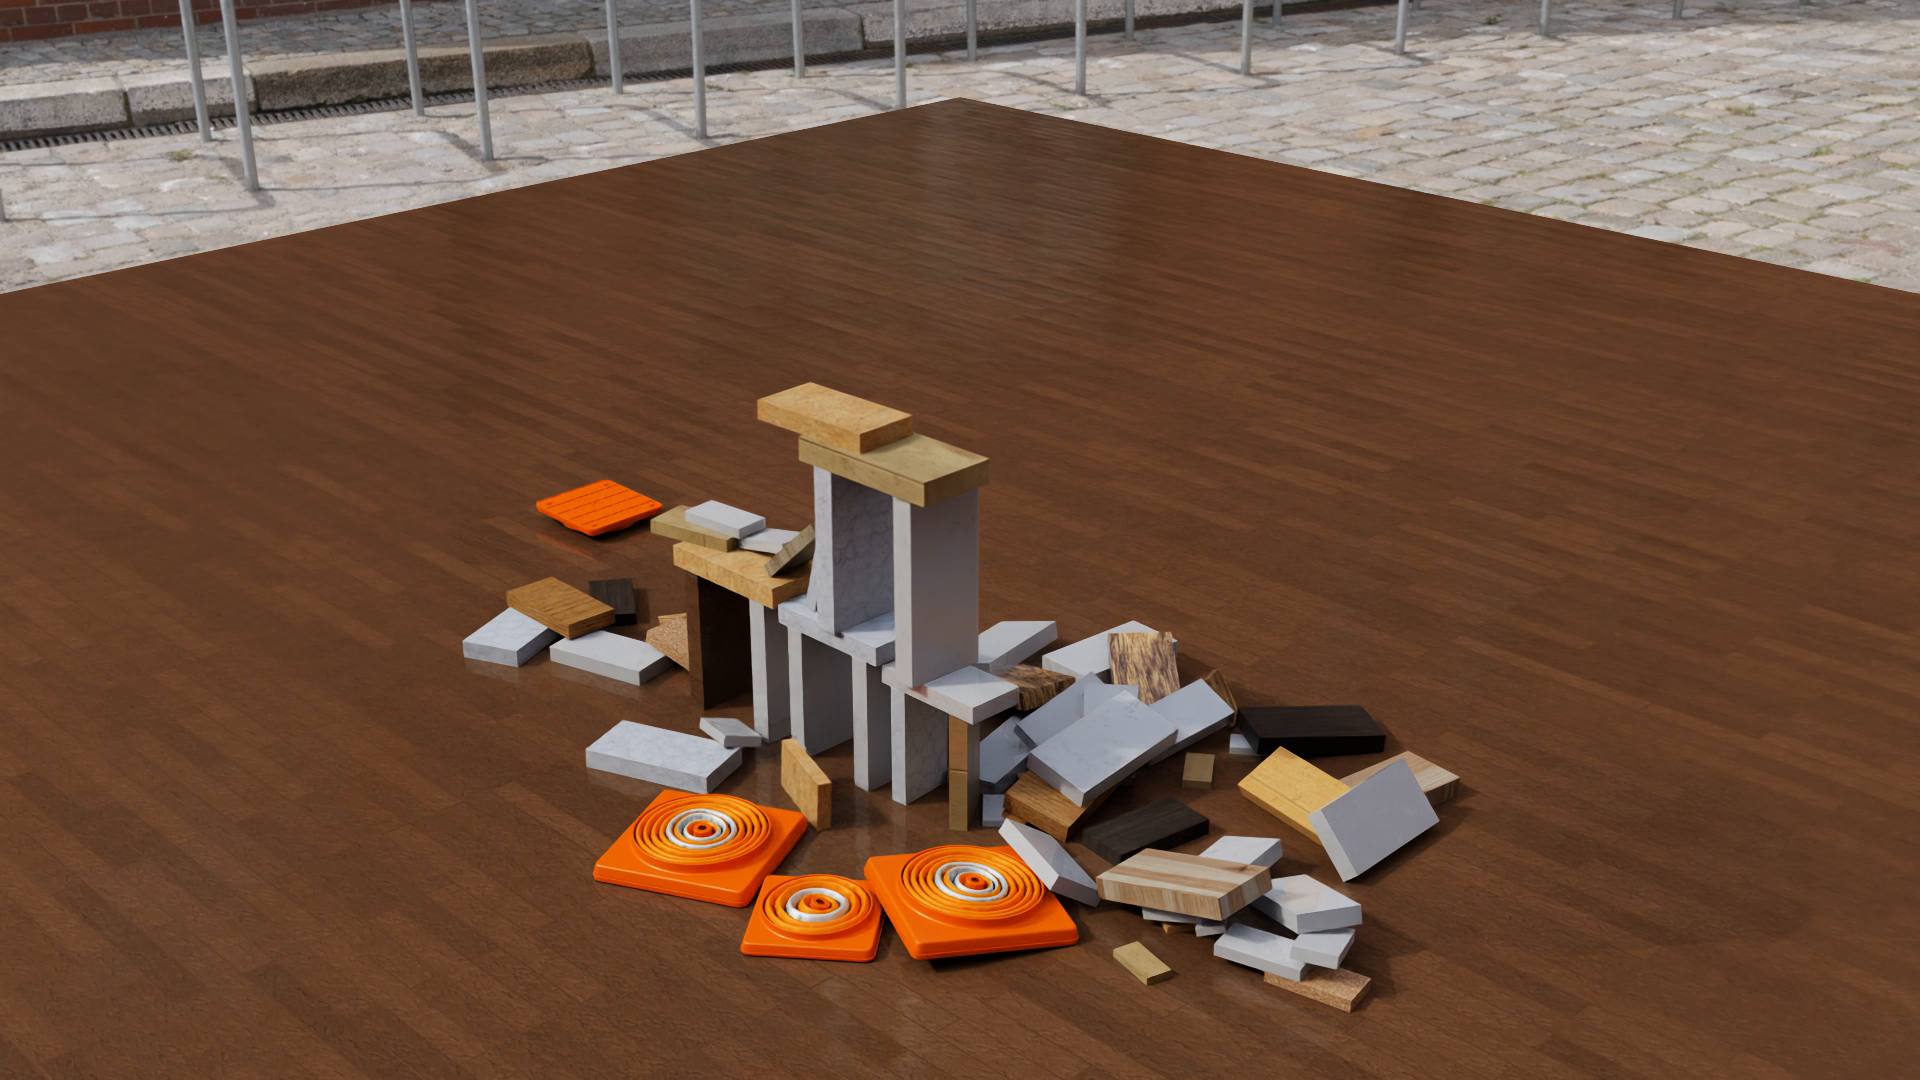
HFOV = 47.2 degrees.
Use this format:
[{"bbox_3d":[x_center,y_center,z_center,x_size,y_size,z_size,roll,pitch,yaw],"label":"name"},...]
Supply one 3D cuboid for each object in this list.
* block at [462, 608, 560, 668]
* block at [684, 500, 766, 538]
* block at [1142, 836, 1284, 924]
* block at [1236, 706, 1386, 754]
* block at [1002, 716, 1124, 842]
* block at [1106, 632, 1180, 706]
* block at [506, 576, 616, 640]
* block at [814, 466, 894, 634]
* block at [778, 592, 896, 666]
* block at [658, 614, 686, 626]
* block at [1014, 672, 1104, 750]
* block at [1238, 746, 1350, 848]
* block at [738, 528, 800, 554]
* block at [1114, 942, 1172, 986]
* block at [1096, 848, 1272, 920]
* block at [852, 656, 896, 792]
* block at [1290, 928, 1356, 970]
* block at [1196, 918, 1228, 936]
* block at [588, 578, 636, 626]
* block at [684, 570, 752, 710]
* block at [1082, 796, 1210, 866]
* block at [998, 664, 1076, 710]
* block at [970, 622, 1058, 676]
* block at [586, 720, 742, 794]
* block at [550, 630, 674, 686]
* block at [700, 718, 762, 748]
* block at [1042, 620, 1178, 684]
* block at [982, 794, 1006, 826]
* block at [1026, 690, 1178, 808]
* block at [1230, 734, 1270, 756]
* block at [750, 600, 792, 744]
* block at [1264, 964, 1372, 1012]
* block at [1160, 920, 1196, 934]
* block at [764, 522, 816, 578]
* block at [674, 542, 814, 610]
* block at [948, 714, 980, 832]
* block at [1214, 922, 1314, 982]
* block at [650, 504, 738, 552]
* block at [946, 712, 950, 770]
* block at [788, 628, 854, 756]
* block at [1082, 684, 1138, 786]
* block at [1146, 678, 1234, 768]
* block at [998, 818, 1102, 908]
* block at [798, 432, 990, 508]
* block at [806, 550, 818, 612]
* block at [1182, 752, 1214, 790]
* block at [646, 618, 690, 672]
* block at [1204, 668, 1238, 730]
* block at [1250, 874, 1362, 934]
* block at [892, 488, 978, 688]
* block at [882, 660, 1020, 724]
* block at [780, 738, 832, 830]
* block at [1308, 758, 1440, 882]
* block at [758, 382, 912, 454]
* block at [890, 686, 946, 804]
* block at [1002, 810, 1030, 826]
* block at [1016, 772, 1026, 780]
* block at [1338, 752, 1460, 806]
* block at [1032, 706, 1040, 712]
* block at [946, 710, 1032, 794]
[{"bbox_3d":[-1.032,0.211,5.211,0.146,0.041,0.292,9,25,20],"label":"block"},{"bbox_3d":[-0.512,-0.046,4.801,0.165,0.023,0.082,18,29,35],"label":"block"},{"bbox_3d":[0.478,0.639,4.152,0.125,0.035,0.319,-2,15,37],"label":"block"},{"bbox_3d":[0.751,0.407,4.718,0.285,0.040,0.143,0,22,-13],"label":"block"},{"bbox_3d":[0.231,0.483,4.466,0.148,0.042,0.297,28,42,22],"label":"block"},{"bbox_3d":[0.407,0.321,4.821,0.142,0.040,0.283,-1,45,-3],"label":"block"},{"bbox_3d":[-0.950,0.160,5.231,0.130,0.037,0.259,-20,30,-39],"label":"block"},{"bbox_3d":[-0.209,-0.003,4.445,0.050,0.355,0.177,22,31,40],"label":"block"},{"bbox_3d":[-0.221,0.173,4.538,0.297,0.042,0.149,21,31,40],"label":"block"},{"bbox_3d":[-0.578,0.209,5.220,0.259,0.037,0.130,-6,24,-14],"label":"block"},{"bbox_3d":[0.236,0.382,4.677,0.230,0.033,0.115,-32,68,-32],"label":"block"},{"bbox_3d":[0.690,0.516,4.433,0.125,0.035,0.249,-39,37,-16],"label":"block"},{"bbox_3d":[-0.396,0.002,4.720,0.082,0.023,0.165,-19,17,-38],"label":"block"},{"bbox_3d":[0.327,0.760,3.951,0.053,0.015,0.106,-13,26,-28],"label":"block"},{"bbox_3d":[0.411,0.633,4.054,0.149,0.042,0.297,-22,16,-41],"label":"block"},{"bbox_3d":[-0.151,0.357,4.540,0.042,0.297,0.148,21,31,41],"label":"block"},{"bbox_3d":[0.646,0.718,3.910,0.084,0.024,0.167,10,10,19],"label":"block"},{"bbox_3d":[0.462,0.695,4.026,0.053,0.015,0.106,-11,11,12],"label":"block"},{"bbox_3d":[-0.848,0.152,5.363,0.106,0.030,0.211,-4,23,-10],"label":"block"},{"bbox_3d":[-0.525,0.197,4.875,0.047,0.329,0.164,21,31,41],"label":"block"},{"bbox_3d":[0.368,0.579,4.355,0.230,0.033,0.115,-16,28,-33],"label":"block"},{"bbox_3d":[0.117,0.319,4.873,0.142,0.040,0.284,-14,13,-31],"label":"block"},{"bbox_3d":[0.084,0.252,5.026,0.144,0.041,0.349,-1,13,28],"label":"block"},{"bbox_3d":[-0.623,0.456,4.633,0.292,0.041,0.146,10,25,22],"label":"block"},{"bbox_3d":[-0.805,0.267,5.085,0.259,0.037,0.130,13,26,28],"label":"block"},{"bbox_3d":[-0.491,0.411,4.698,0.082,0.023,0.165,4,8,-25],"label":"block"},{"bbox_3d":[0.341,0.263,4.985,0.287,0.041,0.144,-18,29,-37],"label":"block"},{"bbox_3d":[0.073,0.547,4.452,0.052,0.015,0.104,0,23,1],"label":"block"},{"bbox_3d":[0.293,0.423,4.485,0.149,0.042,0.297,35,45,29],"label":"block"},{"bbox_3d":[0.638,0.440,4.703,0.120,0.017,0.060,3,23,7],"label":"block"},{"bbox_3d":[-0.369,0.258,4.732,0.164,0.328,0.047,-21,31,-41],"label":"block"},{"bbox_3d":[0.633,0.779,3.894,0.167,0.024,0.084,15,27,31],"label":"block"},{"bbox_3d":[0.427,0.704,4.083,0.106,0.015,0.053,-5,24,-13],"label":"block"},{"bbox_3d":[-0.315,0.009,4.574,0.103,0.029,0.206,-21,-11,-41],"label":"block"},{"bbox_3d":[-0.449,0.055,4.731,0.329,0.047,0.164,21,31,40],"label":"block"},{"bbox_3d":[0.009,0.437,4.401,0.037,0.258,0.129,4,23,10],"label":"block"},{"bbox_3d":[0.549,0.736,3.935,0.167,0.024,0.084,13,26,30],"label":"block"},{"bbox_3d":[-0.562,-0.026,4.822,0.211,0.030,0.106,14,27,30],"label":"block"},{"bbox_3d":[-0.024,0.327,4.623,0.041,0.287,0.144,-1,23,0],"label":"block"},{"bbox_3d":[-0.291,0.302,4.668,0.042,0.297,0.148,21,31,41],"label":"block"},{"bbox_3d":[0.314,0.408,4.620,0.115,0.033,0.230,2,52,5],"label":"block"},{"bbox_3d":[0.461,0.389,4.702,0.230,0.033,0.115,-25,51,-25],"label":"block"},{"bbox_3d":[0.173,0.615,4.197,0.115,0.033,0.230,26,9,-32],"label":"block"},{"bbox_3d":[-0.130,-0.157,4.290,0.355,0.050,0.177,21,31,40],"label":"block"},{"bbox_3d":[-0.253,0.028,4.517,0.103,0.242,0.029,-21,46,-41],"label":"block"},{"bbox_3d":[0.499,0.483,4.601,0.060,0.017,0.120,4,23,9],"label":"block"},{"bbox_3d":[-0.610,0.254,5.058,0.211,0.030,0.106,31,34,28],"label":"block"},{"bbox_3d":[0.572,0.347,4.799,0.017,0.120,0.060,-20,10,34],"label":"block"},{"bbox_3d":[0.629,0.668,4.045,0.125,0.035,0.249,-6,6,-14],"label":"block"},{"bbox_3d":[-0.045,0.078,4.312,0.177,0.399,0.050,-20,30,-38],"label":"block"},{"bbox_3d":[-0.020,0.287,4.375,0.129,0.037,0.258,-21,31,-40],"label":"block"},{"bbox_3d":[-0.313,0.495,4.461,0.029,0.103,0.206,-7,24,-24],"label":"block"},{"bbox_3d":[0.811,0.545,4.304,0.285,0.143,0.040,-22,-10,-42],"label":"block"},{"bbox_3d":[-0.250,-0.245,4.378,0.293,0.041,0.146,20,30,39],"label":"block"},{"bbox_3d":[-0.083,0.398,4.491,0.037,0.258,0.129,18,29,36],"label":"block"},{"bbox_3d":[0.134,0.545,4.433,0.052,0.015,0.104,32,33,22],"label":"block"},{"bbox_3d":[0.152,0.510,4.539,0.052,0.015,0.104,-4,23,-9],"label":"block"},{"bbox_3d":[0.869,0.517,4.491,0.285,0.040,0.143,-16,28,-34],"label":"block"},{"bbox_3d":[0.320,0.331,4.930,0.142,0.040,0.328,18,29,36],"label":"block"},{"bbox_3d":[0.101,0.450,4.659,0.115,0.033,0.312,13,26,28],"label":"block"}]
